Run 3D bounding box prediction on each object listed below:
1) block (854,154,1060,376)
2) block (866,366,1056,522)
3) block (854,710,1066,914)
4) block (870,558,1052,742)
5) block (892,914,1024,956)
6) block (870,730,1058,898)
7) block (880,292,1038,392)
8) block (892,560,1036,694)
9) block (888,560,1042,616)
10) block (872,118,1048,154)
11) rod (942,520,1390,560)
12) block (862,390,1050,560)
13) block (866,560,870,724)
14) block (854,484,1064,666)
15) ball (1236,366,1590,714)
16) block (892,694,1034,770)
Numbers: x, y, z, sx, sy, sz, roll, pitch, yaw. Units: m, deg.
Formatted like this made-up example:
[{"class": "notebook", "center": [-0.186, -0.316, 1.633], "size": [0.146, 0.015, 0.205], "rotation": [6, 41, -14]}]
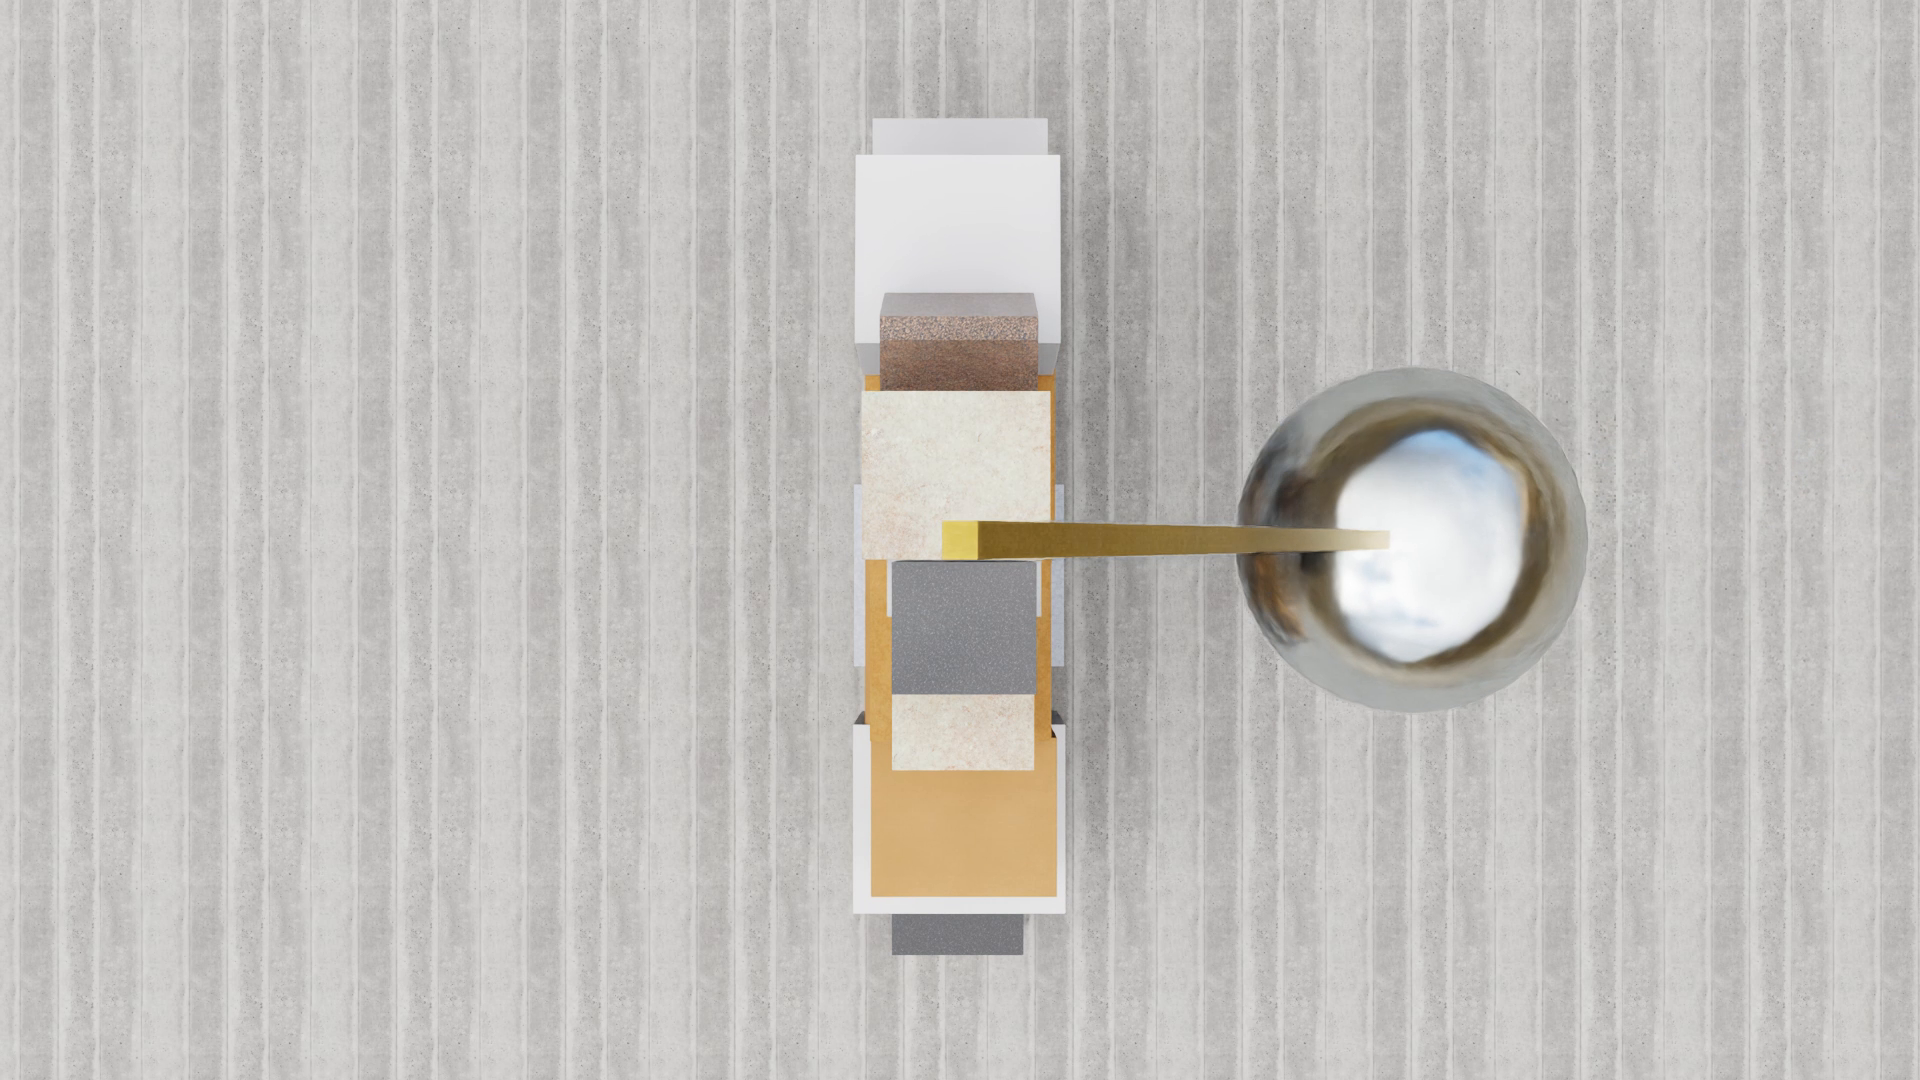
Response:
[{"class": "block", "center": [-0.010, -1.308, 10.610], "size": [0.950, 0.848, 0.888], "rotation": [0, 84, 0]}, {"class": "block", "center": [0.000, -0.488, 11.496], "size": [0.950, 0.990, 0.923], "rotation": [0, 90, 0]}, {"class": "block", "center": [-0.004, 1.424, 11.691], "size": [1.080, 0.990, 0.961], "rotation": [0, 90, 0]}, {"class": "block", "center": [0.002, 0.493, 10.706], "size": [0.844, 0.942, 0.886], "rotation": [0, 90, 0]}, {"class": "block", "center": [-0.013, 1.908, 12.593], "size": [0.730, 0.815, 0.787], "rotation": [0, 90, 0]}, {"class": "block", "center": [0.019, 1.316, 10.805], "size": [0.882, 0.782, 0.755], "rotation": [0, 90, 0]}, {"class": "block", "center": [-0.004, -0.706, 9.858], "size": [0.684, 0.657, 0.709], "rotation": [0, 105, 0]}, {"class": "block", "center": [0.017, 0.361, 9.259], "size": [0.593, 0.567, 0.541], "rotation": [0, 90, 0]}, {"class": "block", "center": [0.018, 0.027, 9.891], "size": [0.669, 0.688, 0.610], "rotation": [0, 90, 0]}, {"class": "block", "center": [0.001, -1.800, 12.502], "size": [0.954, 0.997, 1.002], "rotation": [0, 90, 0]}, {"class": "rod", "center": [0.899, 0.000, 6.968], "size": [0.080, 5.200, 0.080], "rotation": [0, 90, 20]}, {"class": "block", "center": [-0.016, -0.264, 9.238], "size": [0.765, 0.615, 0.684], "rotation": [0, 90, 0]}, {"class": "block", "center": [-0.019, 0.460, 11.614], "size": [0.927, 0.874, 0.953], "rotation": [0, 90, 0]}, {"class": "block", "center": [-0.005, 0.194, 12.525], "size": [1.151, 0.949, 0.997], "rotation": [0, 90, 0]}, {"class": "ball", "center": [2.074, 0.000, 10.159], "size": [1.600, 1.600, 1.600], "rotation": [0, 90, 0]}, {"class": "block", "center": [0.013, 0.669, 9.889], "size": [0.616, 0.692, 0.660], "rotation": [0, 90, 0]}]
